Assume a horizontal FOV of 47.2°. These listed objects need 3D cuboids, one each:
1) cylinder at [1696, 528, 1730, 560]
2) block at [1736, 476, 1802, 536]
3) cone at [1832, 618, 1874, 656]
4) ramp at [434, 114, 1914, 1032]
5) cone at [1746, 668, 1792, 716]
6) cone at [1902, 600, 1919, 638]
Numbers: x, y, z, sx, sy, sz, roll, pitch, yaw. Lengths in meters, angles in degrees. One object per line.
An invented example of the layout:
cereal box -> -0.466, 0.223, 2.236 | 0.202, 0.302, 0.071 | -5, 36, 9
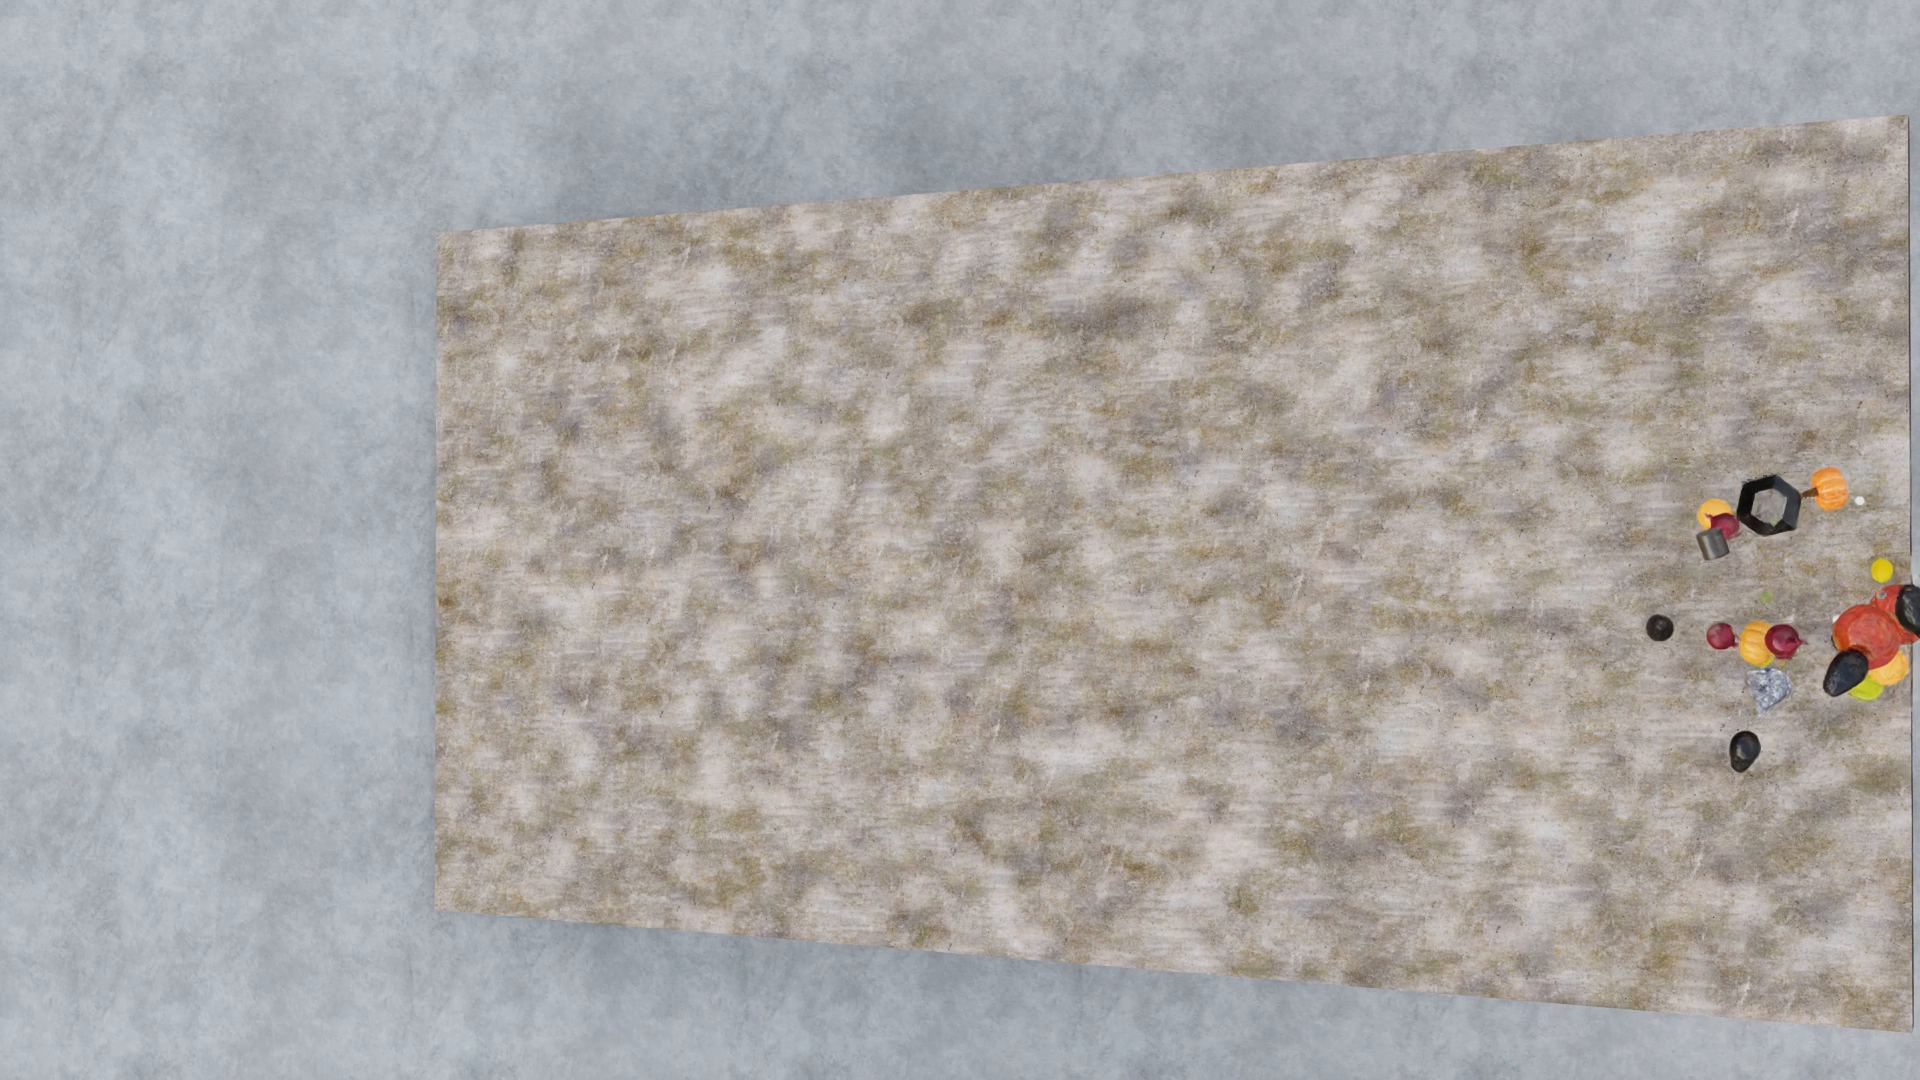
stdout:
cylinder -> 1.520, 0.008, 4.440 | 0.052, 0.052, 0.052 | -22, 92, 0
block -> 1.773, -0.074, 4.818 | 0.089, 0.089, 0.089 | 30, 65, -23
cone -> 1.881, 0.220, 4.606 | 0.085, 0.085, 0.085 | -17, 56, 27
ramp -> 0.282, 0.082, 5.687 | 4.000, 0.100, 2.000 | 0, 89, 25
cone -> 1.697, 0.337, 4.641 | 0.097, 0.097, 0.097 | 32, 52, 0
cone -> 1.703, 0.144, 3.925 | 0.076, 0.076, 0.076 | 1, 83, -12
